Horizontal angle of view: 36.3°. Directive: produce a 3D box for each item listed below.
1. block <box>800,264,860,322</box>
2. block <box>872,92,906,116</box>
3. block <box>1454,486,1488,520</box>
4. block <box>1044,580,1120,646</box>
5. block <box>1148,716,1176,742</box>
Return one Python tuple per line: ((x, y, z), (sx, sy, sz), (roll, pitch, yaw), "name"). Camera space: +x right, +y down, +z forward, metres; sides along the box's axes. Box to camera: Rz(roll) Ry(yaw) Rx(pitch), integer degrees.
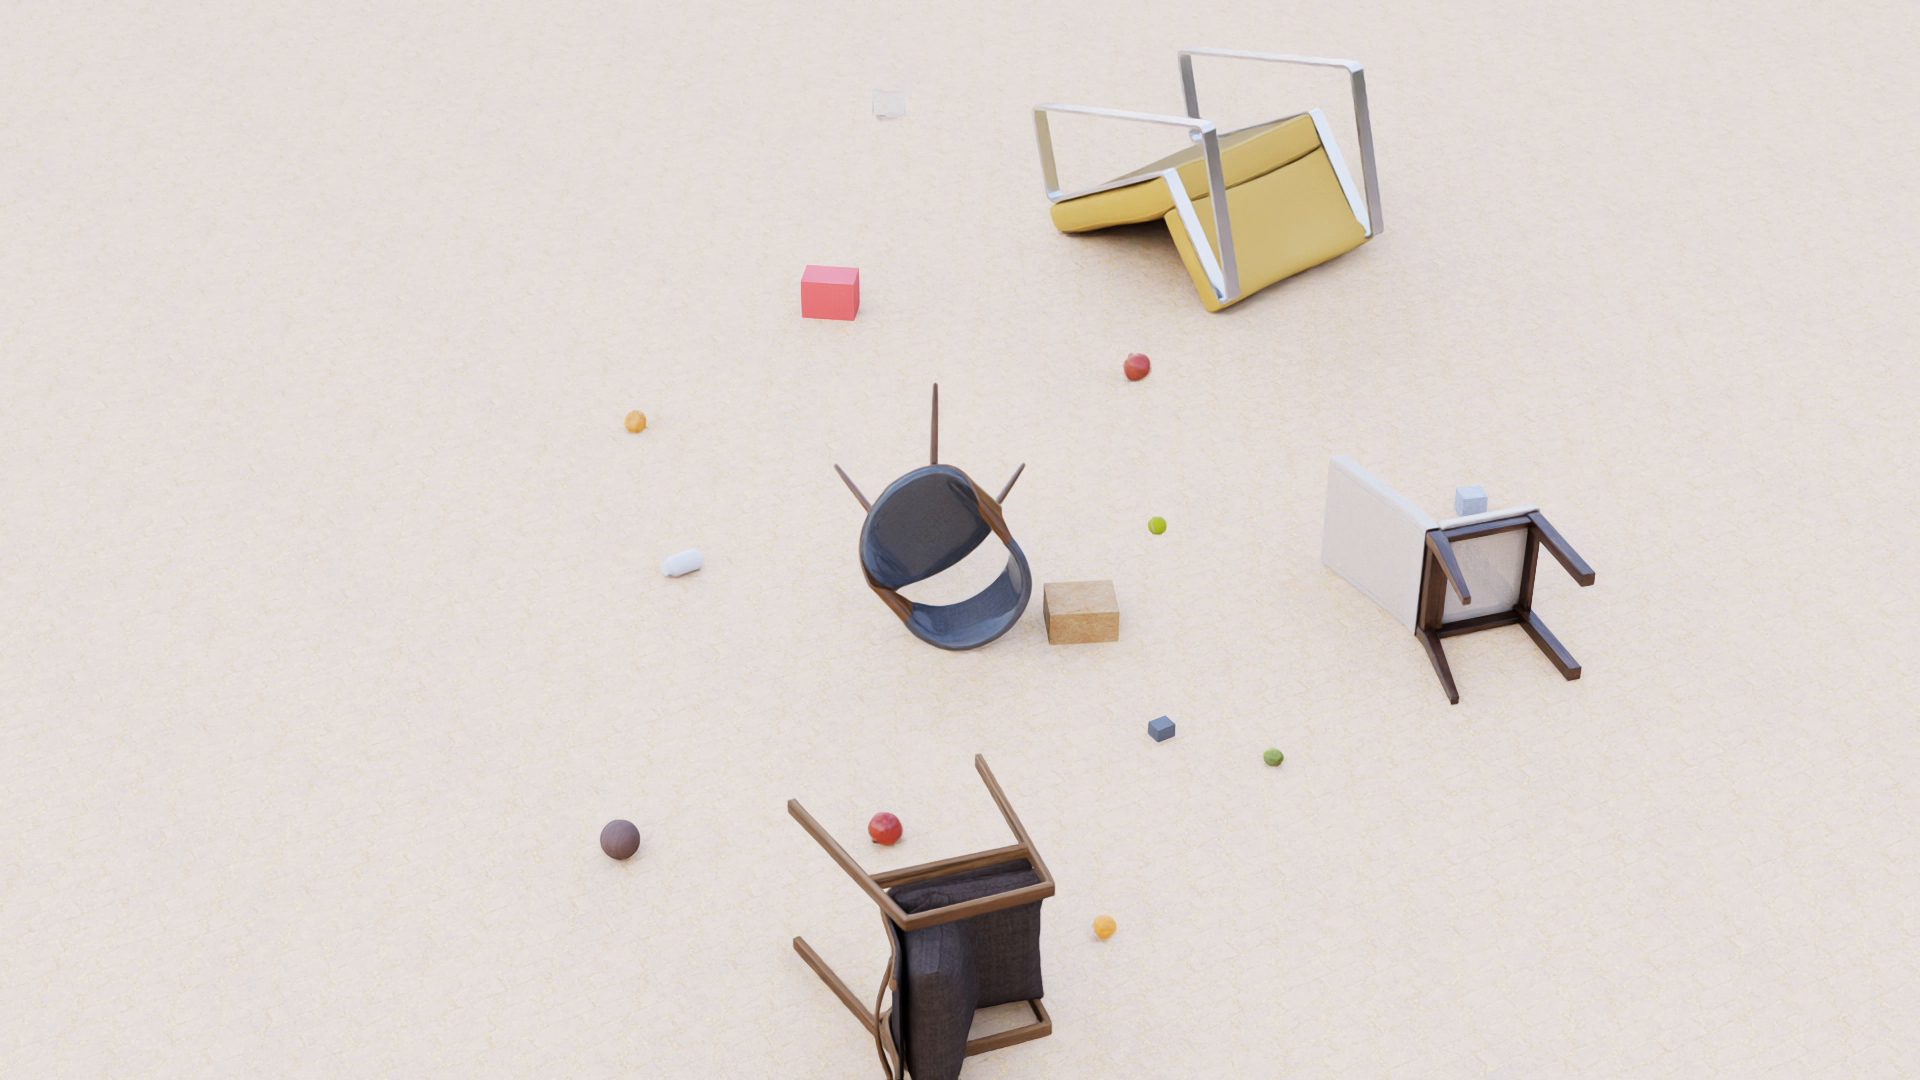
((-0.547, -1.043, 12.370), (0.224, 0.173, 0.150), (4, 34, 6), "block")
((-0.337, -2.079, 13.982), (0.150, 0.112, 0.065), (3, 11, 5), "block")
((1.930, -0.140, 11.072), (0.096, 0.094, 0.082), (-6, 34, -9), "block")
((0.430, 0.257, 10.436), (0.247, 0.130, 0.201), (-3, 33, -4), "block")
((0.683, 0.640, 9.927), (0.070, 0.051, 0.060), (-19, 38, -26), "block")
